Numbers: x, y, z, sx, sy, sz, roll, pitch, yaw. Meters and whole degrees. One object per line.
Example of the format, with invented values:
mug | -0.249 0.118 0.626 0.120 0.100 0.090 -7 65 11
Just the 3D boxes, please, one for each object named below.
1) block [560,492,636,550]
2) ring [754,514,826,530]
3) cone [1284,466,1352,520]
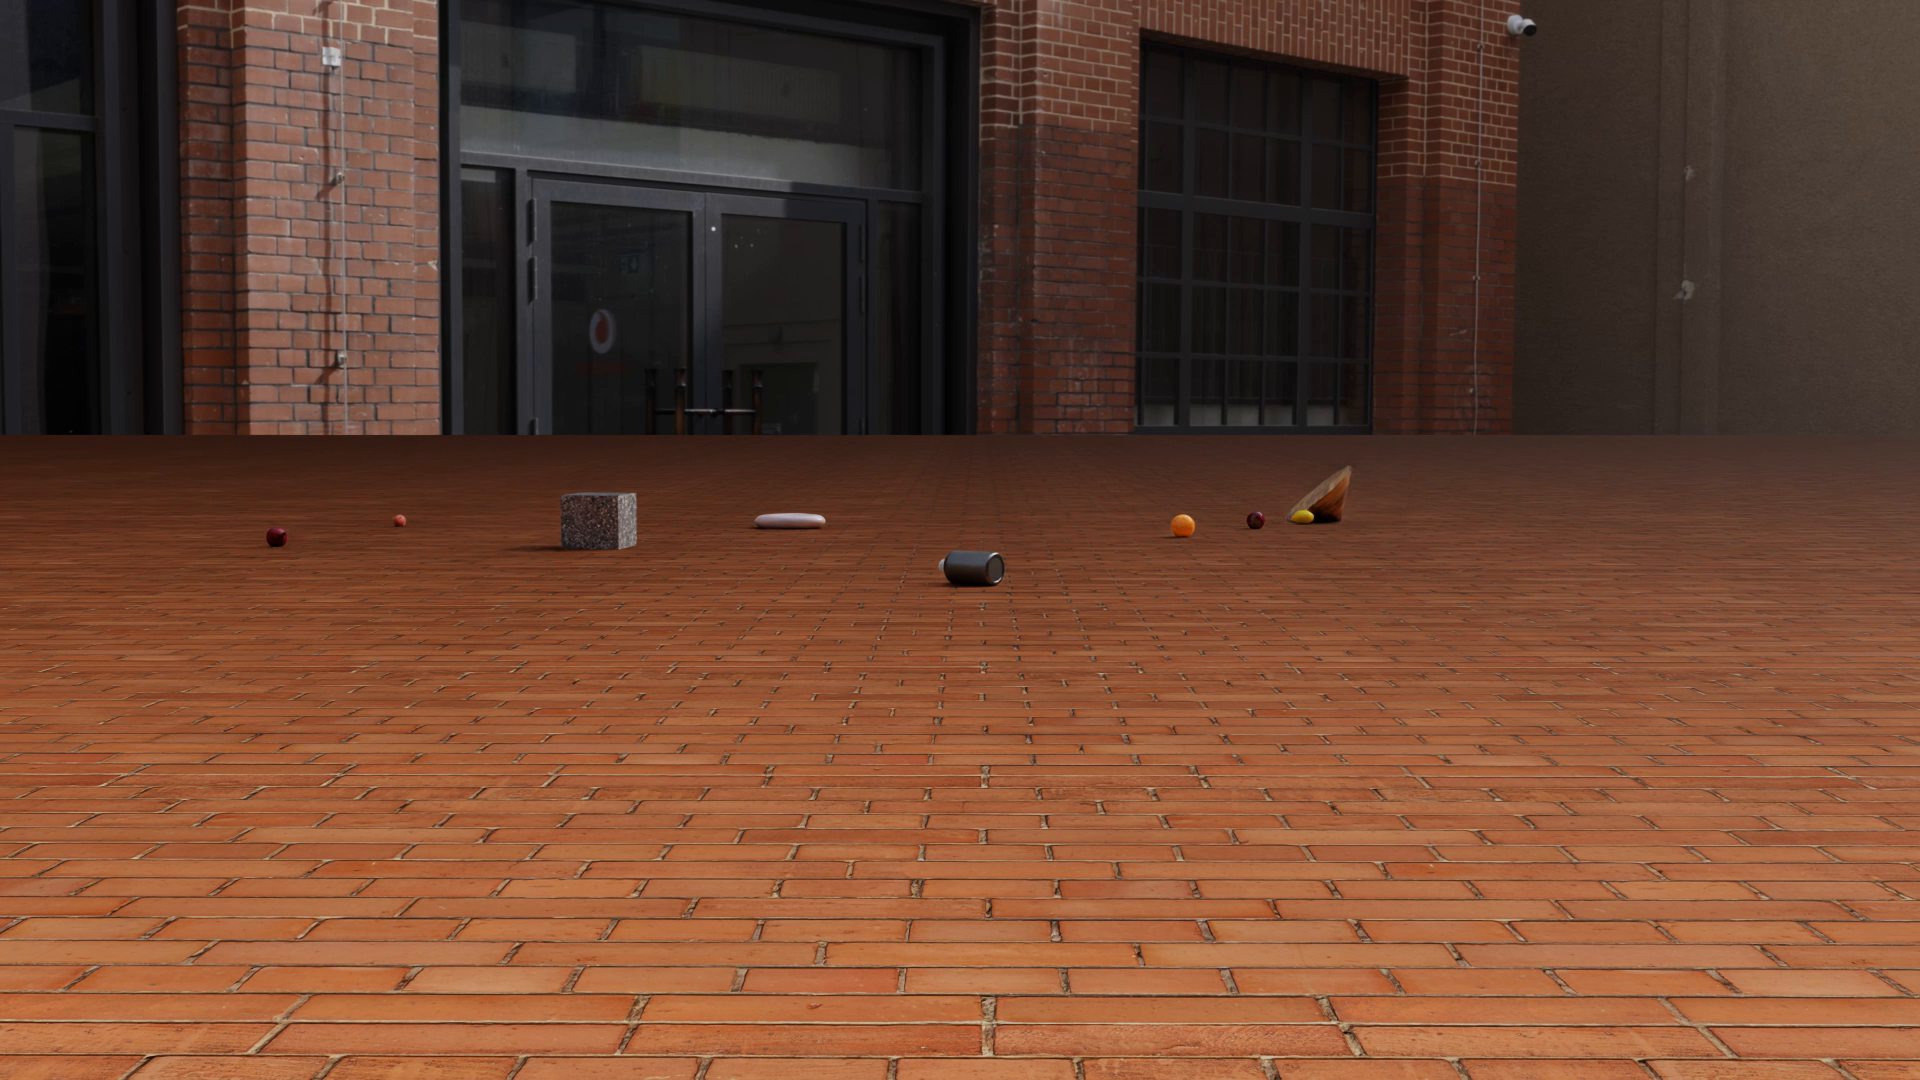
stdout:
block | -1.026 -0.055 6.252 0.167 0.151 0.170 1 4 9
ring | -0.550 -0.060 7.109 0.233 0.044 0.158 0 5 8
cone | 1.258 -0.111 7.485 0.294 0.122 0.262 -38 4 27
